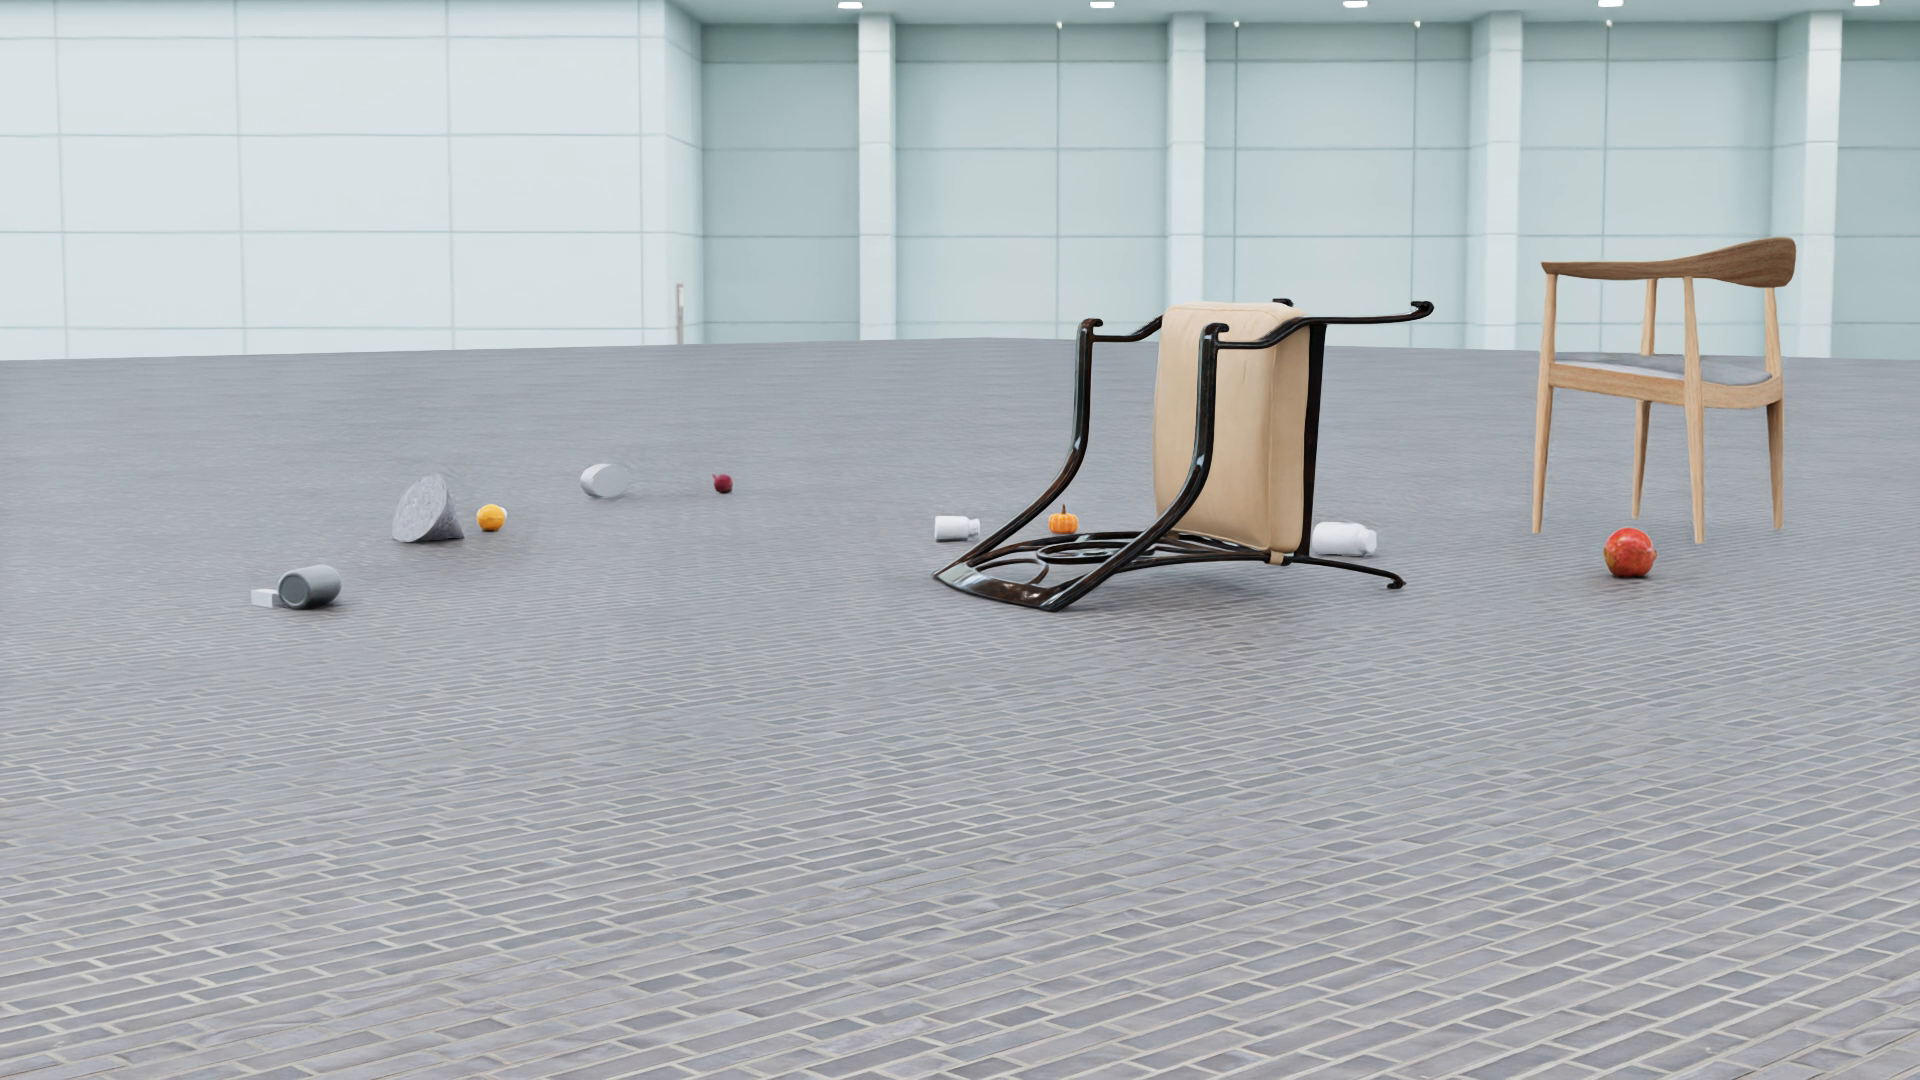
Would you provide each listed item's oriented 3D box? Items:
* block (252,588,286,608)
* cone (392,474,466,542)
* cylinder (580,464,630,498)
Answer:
[{"bbox_3d":[-1.385,0.117,5.142,0.078,0.028,0.033,6,8,44],"label":"block"},{"bbox_3d":[-1.298,-0.043,6.433,0.145,0.190,0.294,36,-7,-31],"label":"cone"},{"bbox_3d":[-1.062,-0.177,7.666,0.124,0.094,0.086,-14,12,-30],"label":"cylinder"}]
